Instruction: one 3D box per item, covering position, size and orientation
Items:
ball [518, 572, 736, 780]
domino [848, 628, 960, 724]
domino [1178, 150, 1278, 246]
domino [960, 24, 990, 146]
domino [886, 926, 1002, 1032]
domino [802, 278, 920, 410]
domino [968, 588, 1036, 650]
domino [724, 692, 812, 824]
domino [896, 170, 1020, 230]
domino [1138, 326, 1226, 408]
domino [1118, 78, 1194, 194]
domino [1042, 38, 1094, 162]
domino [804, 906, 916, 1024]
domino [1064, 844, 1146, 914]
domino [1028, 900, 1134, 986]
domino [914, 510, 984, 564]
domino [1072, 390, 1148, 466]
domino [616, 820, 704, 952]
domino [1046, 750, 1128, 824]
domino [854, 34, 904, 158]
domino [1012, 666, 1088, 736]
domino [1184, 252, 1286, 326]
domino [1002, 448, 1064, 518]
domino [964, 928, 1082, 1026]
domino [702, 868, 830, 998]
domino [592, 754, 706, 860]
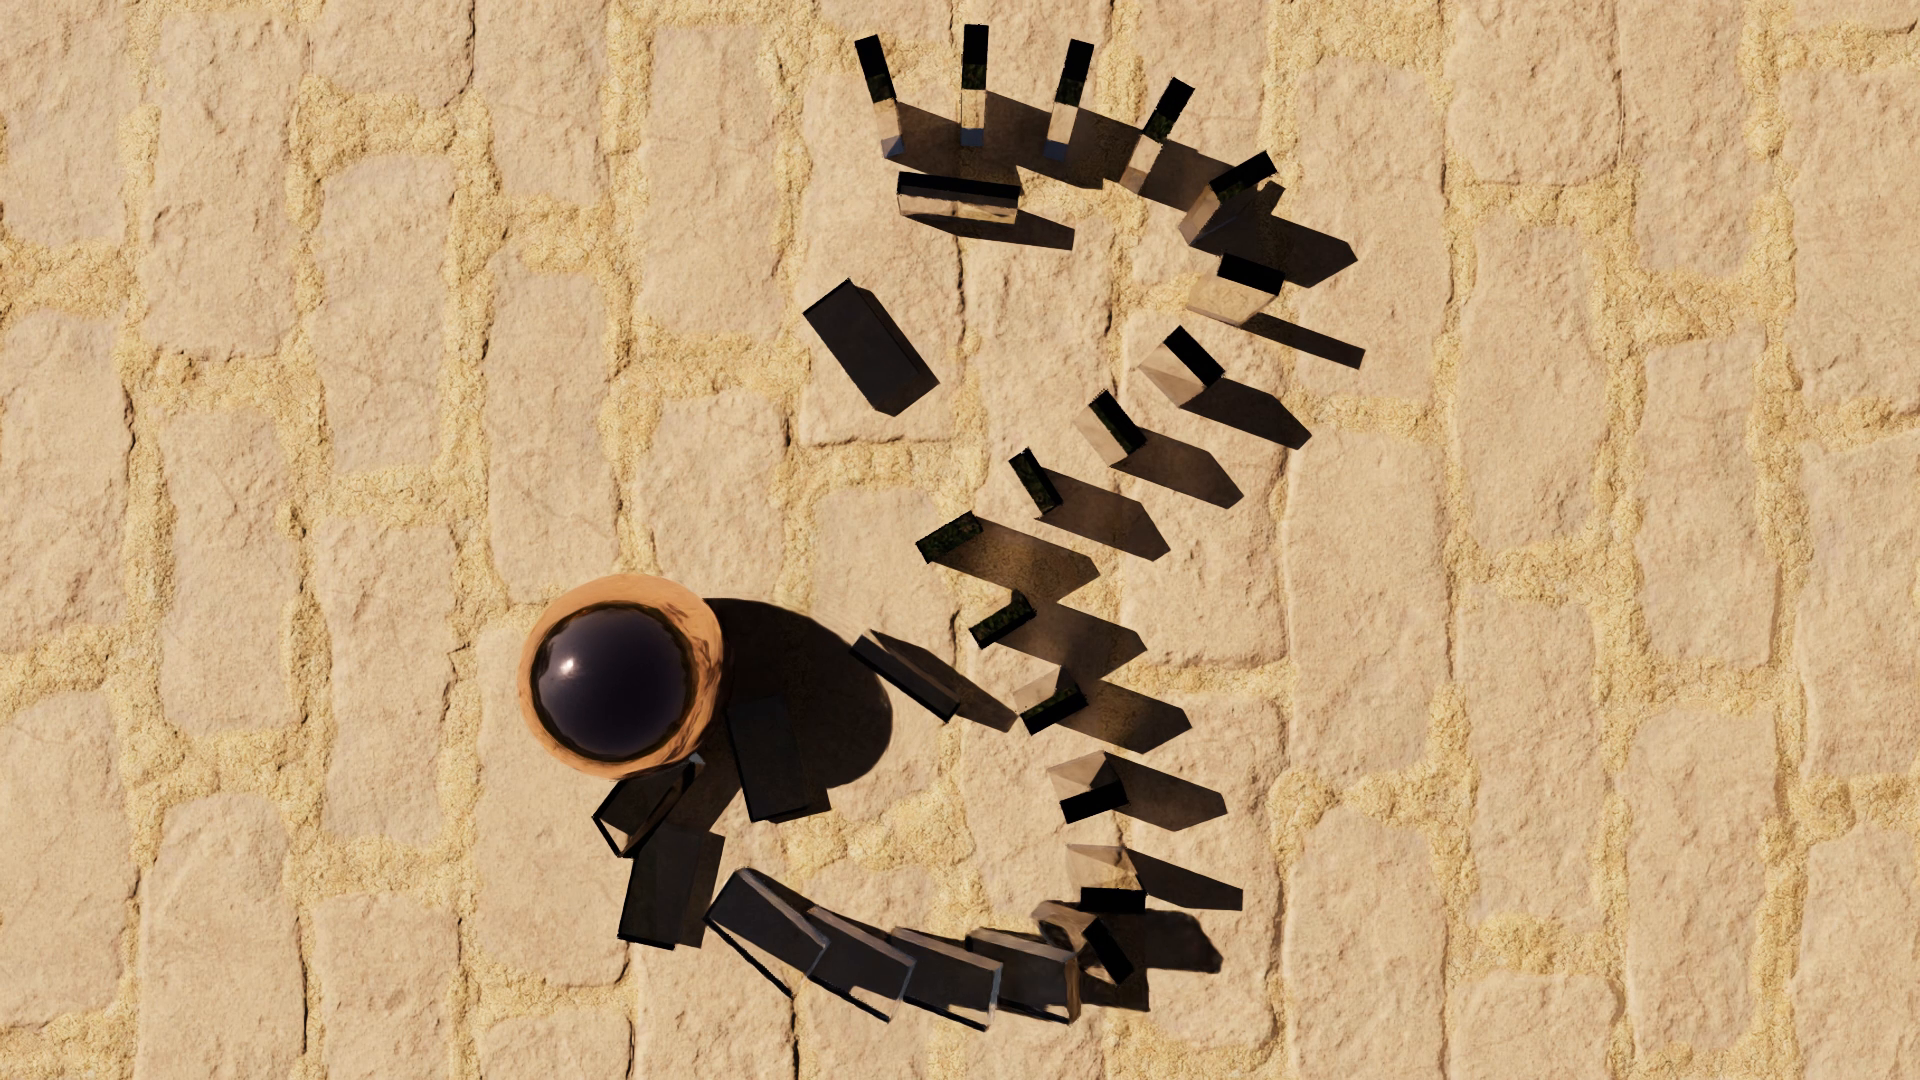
[{"bbox_3d":[-0.130,0.053,0.360,0.080,0.080,0.080,0,90,0],"label":"ball"},{"bbox_3d":[-0.023,0.057,0.388,0.050,0.025,0.010,36,90,0],"label":"domino"},{"bbox_3d":[0.108,-0.139,0.375,0.025,0.050,0.010,-30,90,0],"label":"domino"},{"bbox_3d":[0.006,-0.184,0.375,0.009,0.050,0.025,3,90,0],"label":"domino"},{"bbox_3d":[-0.009,0.184,0.386,0.050,0.010,0.025,9,90,23],"label":"domino"},{"bbox_3d":[-0.042,-0.084,0.395,0.025,0.009,0.050,-37,90,0],"label":"domino"},{"bbox_3d":[0.016,0.032,0.375,0.025,0.050,0.010,-32,90,0],"label":"domino"},{"bbox_3d":[-0.083,0.094,0.395,0.025,0.010,0.050,-14,90,0],"label":"domino"},{"bbox_3d":[-0.001,-0.143,0.388,0.050,0.025,0.010,7,90,0],"label":"domino"},{"bbox_3d":[0.089,-0.070,0.375,0.009,0.050,0.025,-45,90,0],"label":"domino"},{"bbox_3d":[0.079,-0.164,0.375,0.010,0.050,0.025,30,90,0],"label":"domino"},{"bbox_3d":[0.044,-0.178,0.375,0.009,0.050,0.025,15,90,0],"label":"domino"},{"bbox_3d":[-0.046,0.179,0.388,0.050,0.010,0.025,20,90,17],"label":"domino"},{"bbox_3d":[0.058,0.138,0.375,0.025,0.050,0.009,3,90,0],"label":"domino"},{"bbox_3d":[0.049,0.164,0.375,0.010,0.050,0.025,-35,90,-24],"label":"domino"},{"bbox_3d":[-0.004,-0.001,0.375,0.025,0.050,0.009,-31,90,0],"label":"domino"},{"bbox_3d":[0.060,-0.045,0.375,0.010,0.050,0.025,-39,90,0],"label":"domino"},{"bbox_3d":[-0.129,0.148,0.395,0.025,0.009,0.050,13,90,0],"label":"domino"},{"bbox_3d":[0.051,0.100,0.375,0.025,0.050,0.010,-19,90,0],"label":"domino"},{"bbox_3d":[-0.032,-0.180,0.375,0.010,0.050,0.025,-17,90,0],"label":"domino"},{"bbox_3d":[0.036,0.065,0.375,0.025,0.050,0.009,-28,90,0],"label":"domino"},{"bbox_3d":[0.111,-0.101,0.375,0.025,0.050,0.009,19,90,0],"label":"domino"},{"bbox_3d":[0.029,-0.022,0.375,0.010,0.050,0.025,-33,90,0],"label":"domino"},{"bbox_3d":[0.025,0.181,0.381,0.050,0.010,0.025,-4,90,38],"label":"domino"},{"bbox_3d":[-0.082,0.166,0.389,0.050,0.010,0.025,34,90,16],"label":"domino"},{"bbox_3d":[-0.132,0.107,0.389,0.025,0.010,0.050,37,90,35],"label":"domino"}]
